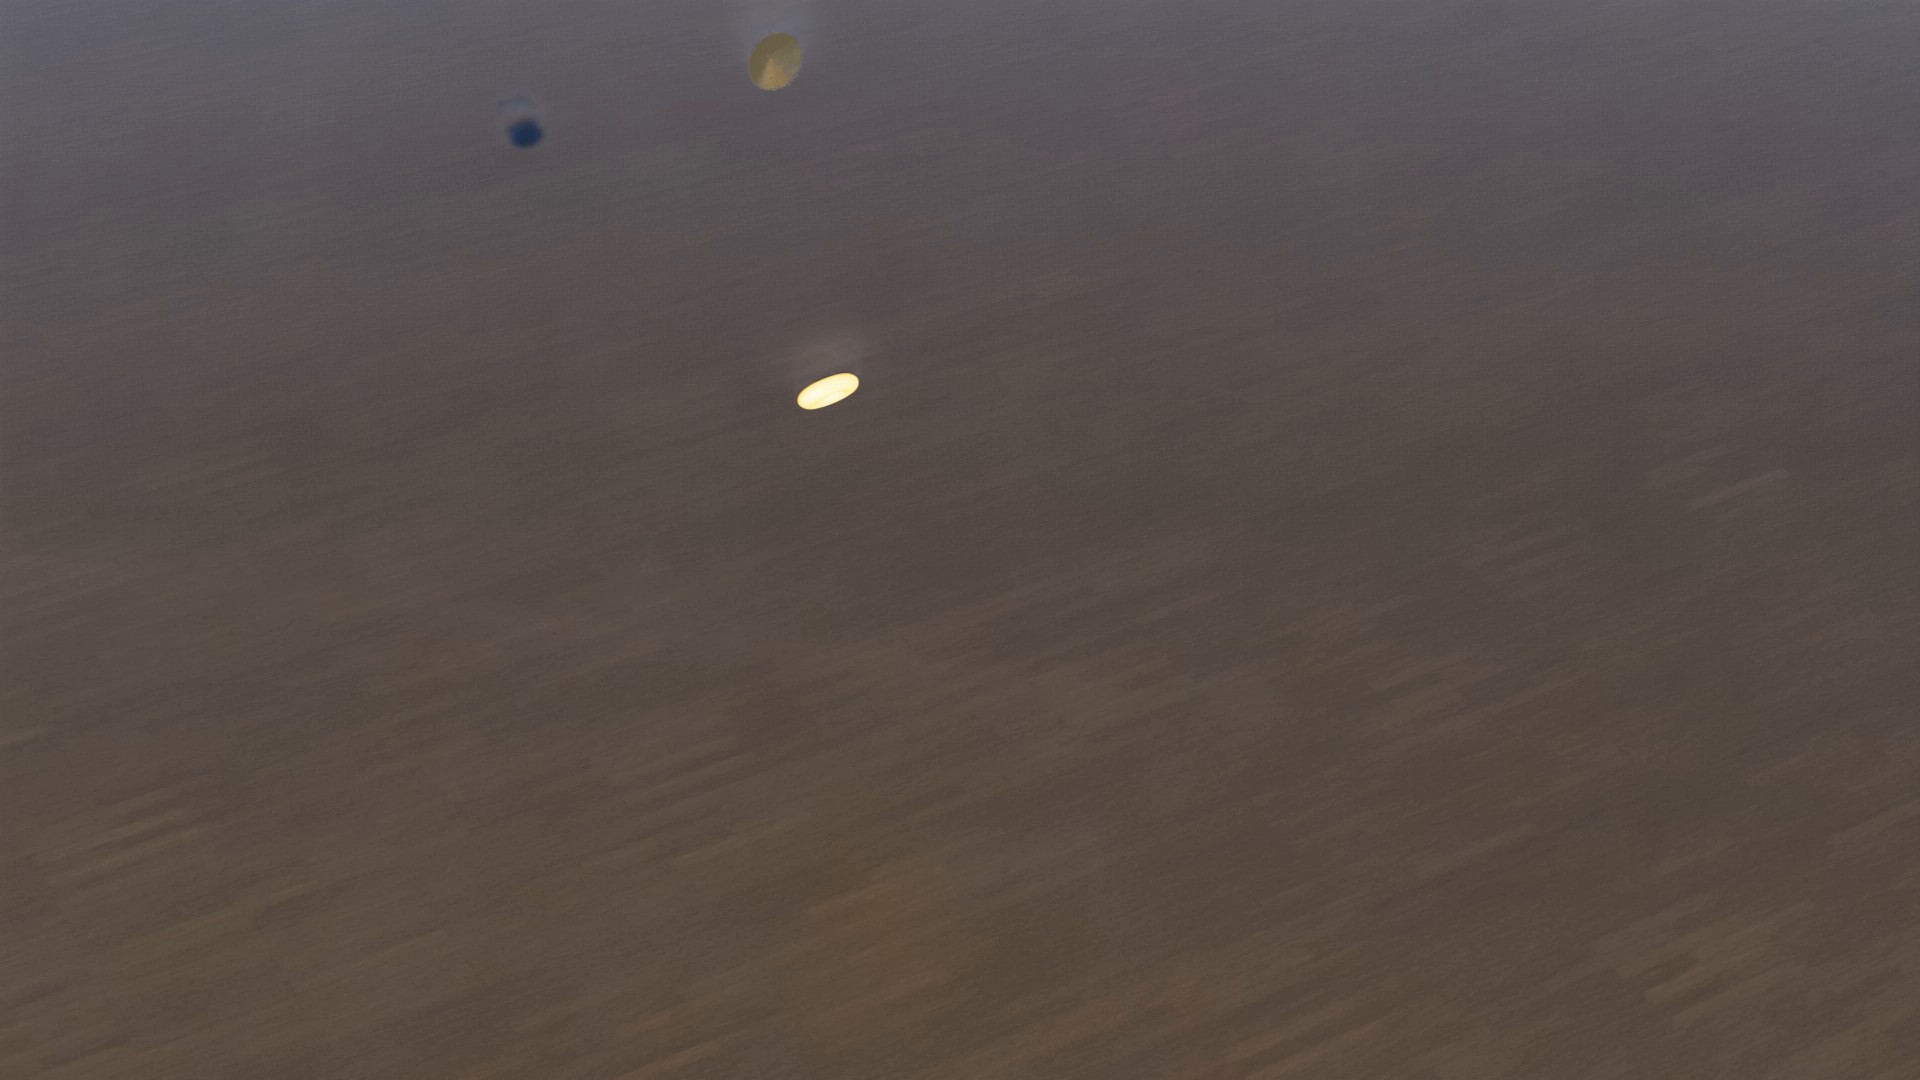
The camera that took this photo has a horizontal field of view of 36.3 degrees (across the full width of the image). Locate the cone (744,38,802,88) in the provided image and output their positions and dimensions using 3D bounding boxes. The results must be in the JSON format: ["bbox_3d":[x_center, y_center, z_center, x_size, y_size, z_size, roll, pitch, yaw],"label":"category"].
[{"bbox_3d":[-0.618,-1.575,9.557,0.190,0.194,0.074,-10,45,-9],"label":"cone"}]

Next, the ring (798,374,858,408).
[{"bbox_3d":[-0.356,-0.402,7.916,0.196,0.112,0.049,-21,76,-35],"label":"ring"}]
